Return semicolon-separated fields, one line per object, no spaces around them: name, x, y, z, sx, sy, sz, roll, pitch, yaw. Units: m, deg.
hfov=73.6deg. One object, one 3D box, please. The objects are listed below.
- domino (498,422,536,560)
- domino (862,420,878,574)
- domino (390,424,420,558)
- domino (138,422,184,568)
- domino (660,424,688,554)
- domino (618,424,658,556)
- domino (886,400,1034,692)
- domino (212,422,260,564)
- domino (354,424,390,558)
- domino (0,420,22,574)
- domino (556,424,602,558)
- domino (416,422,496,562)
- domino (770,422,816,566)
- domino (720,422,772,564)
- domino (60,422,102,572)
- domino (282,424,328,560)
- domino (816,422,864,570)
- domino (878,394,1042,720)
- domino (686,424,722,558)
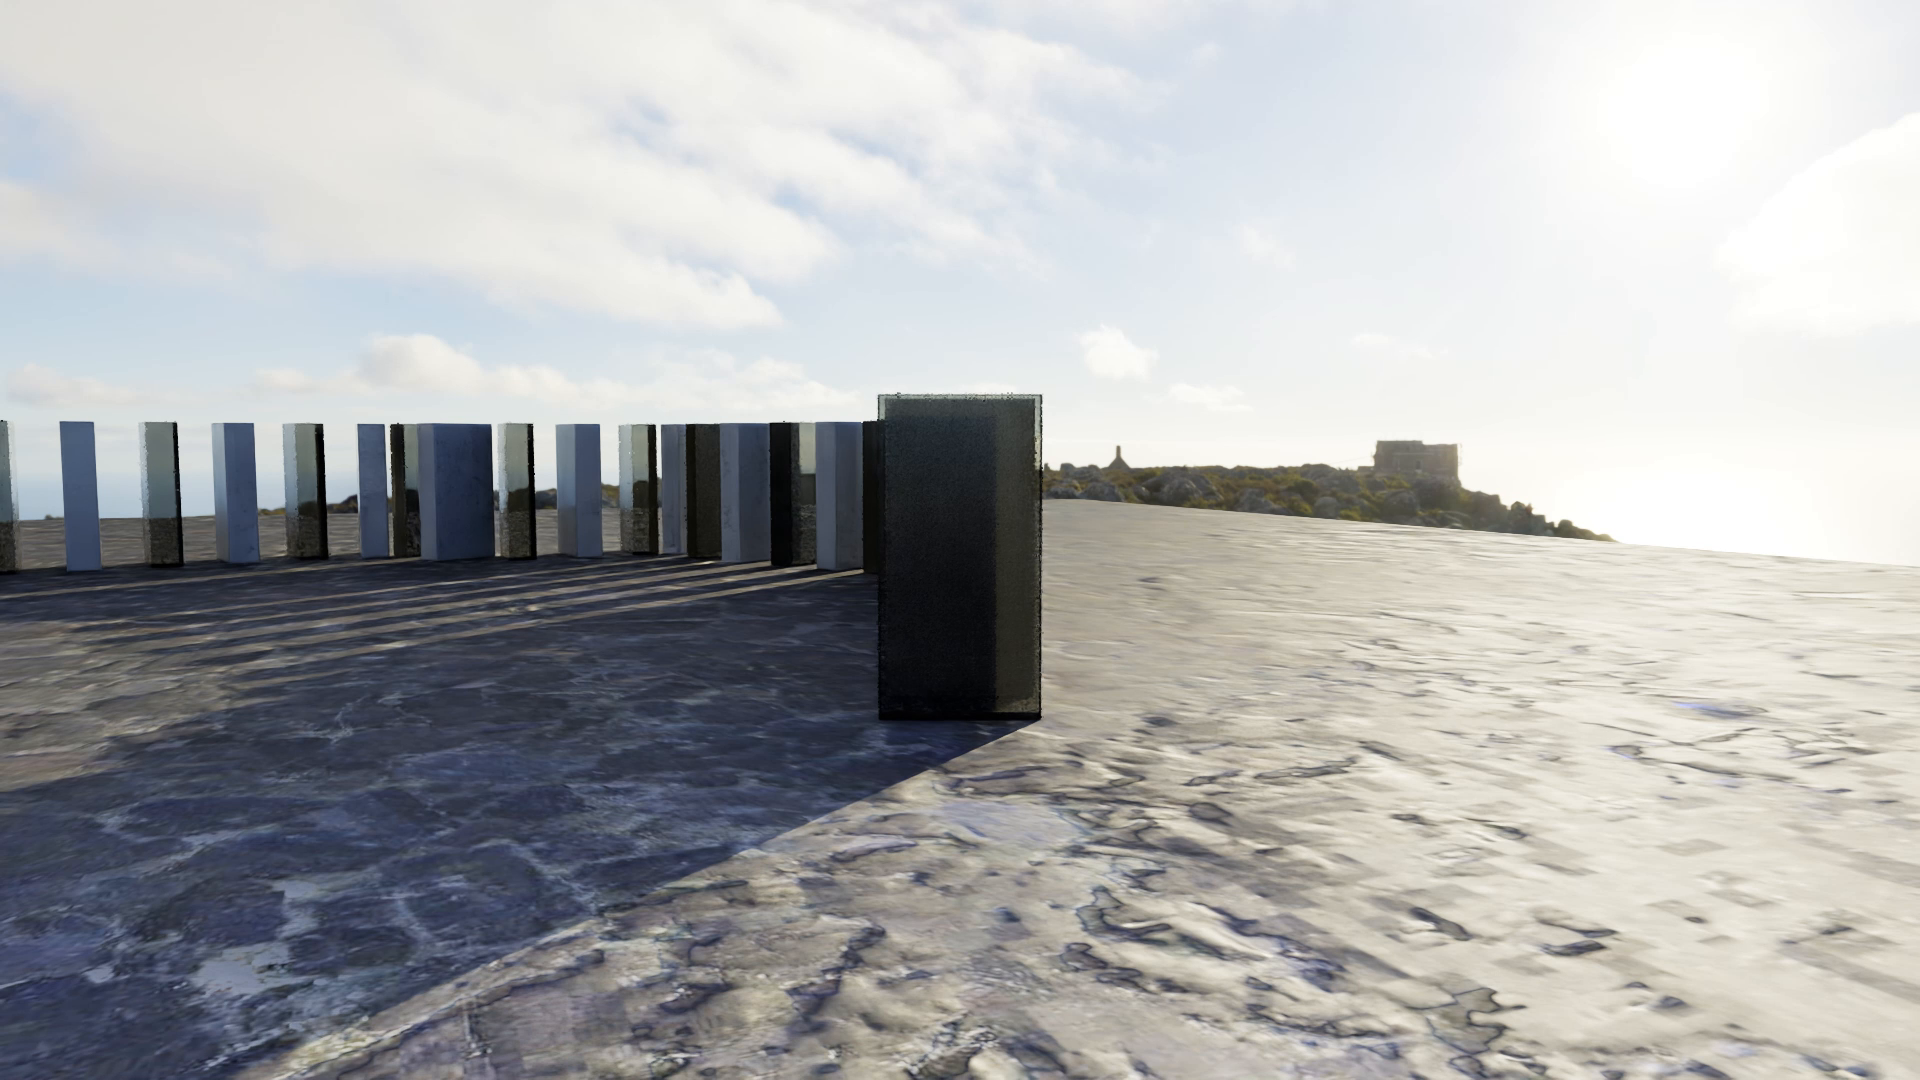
domino;-0.165;-0.018;0.479;0.010;0.050;0.025;-2;5;-27
domino;-0.020;-0.014;0.427;0.025;0.050;0.010;-4;6;-43
domino;-0.204;-0.019;0.493;0.010;0.050;0.025;3;5;35
domino;-0.281;-0.016;0.451;0.010;0.050;0.025;-3;5;-37
domino;-0.104;-0.020;0.503;0.009;0.050;0.025;3;5;34
domino;-0.126;-0.020;0.503;0.010;0.050;0.025;-2;5;-26
domino;0.000;0.001;0.224;0.025;0.050;0.010;0;4;0
domino;-0.263;-0.017;0.465;0.009;0.050;0.025;-3;6;-39
domino;-0.226;-0.019;0.492;0.010;0.050;0.025;-2;5;-27
domino;-0.319;-0.014;0.426;0.010;0.050;0.025;-3;5;-32
domino;-0.146;-0.019;0.491;0.010;0.050;0.025;-3;5;-34
domino;-0.187;-0.018;0.477;0.010;0.050;0.025;3;5;33
domino;-0.055;-0.017;0.456;0.009;0.050;0.025;3;5;33
domino;-0.075;-0.018;0.468;0.010;0.050;0.025;3;5;37
domino;-0.300;-0.015;0.438;0.010;0.050;0.025;-3;5;-33
domino;-0.245;-0.018;0.480;0.009;0.050;0.025;-3;5;-37
domino;-0.037;-0.016;0.442;0.009;0.050;0.025;4;6;40
domino;0.000;0.002;0.201;0.025;0.050;0.010;0;4;0
domino;-0.090;-0.019;0.486;0.025;0.050;0.009;-3;5;-33
